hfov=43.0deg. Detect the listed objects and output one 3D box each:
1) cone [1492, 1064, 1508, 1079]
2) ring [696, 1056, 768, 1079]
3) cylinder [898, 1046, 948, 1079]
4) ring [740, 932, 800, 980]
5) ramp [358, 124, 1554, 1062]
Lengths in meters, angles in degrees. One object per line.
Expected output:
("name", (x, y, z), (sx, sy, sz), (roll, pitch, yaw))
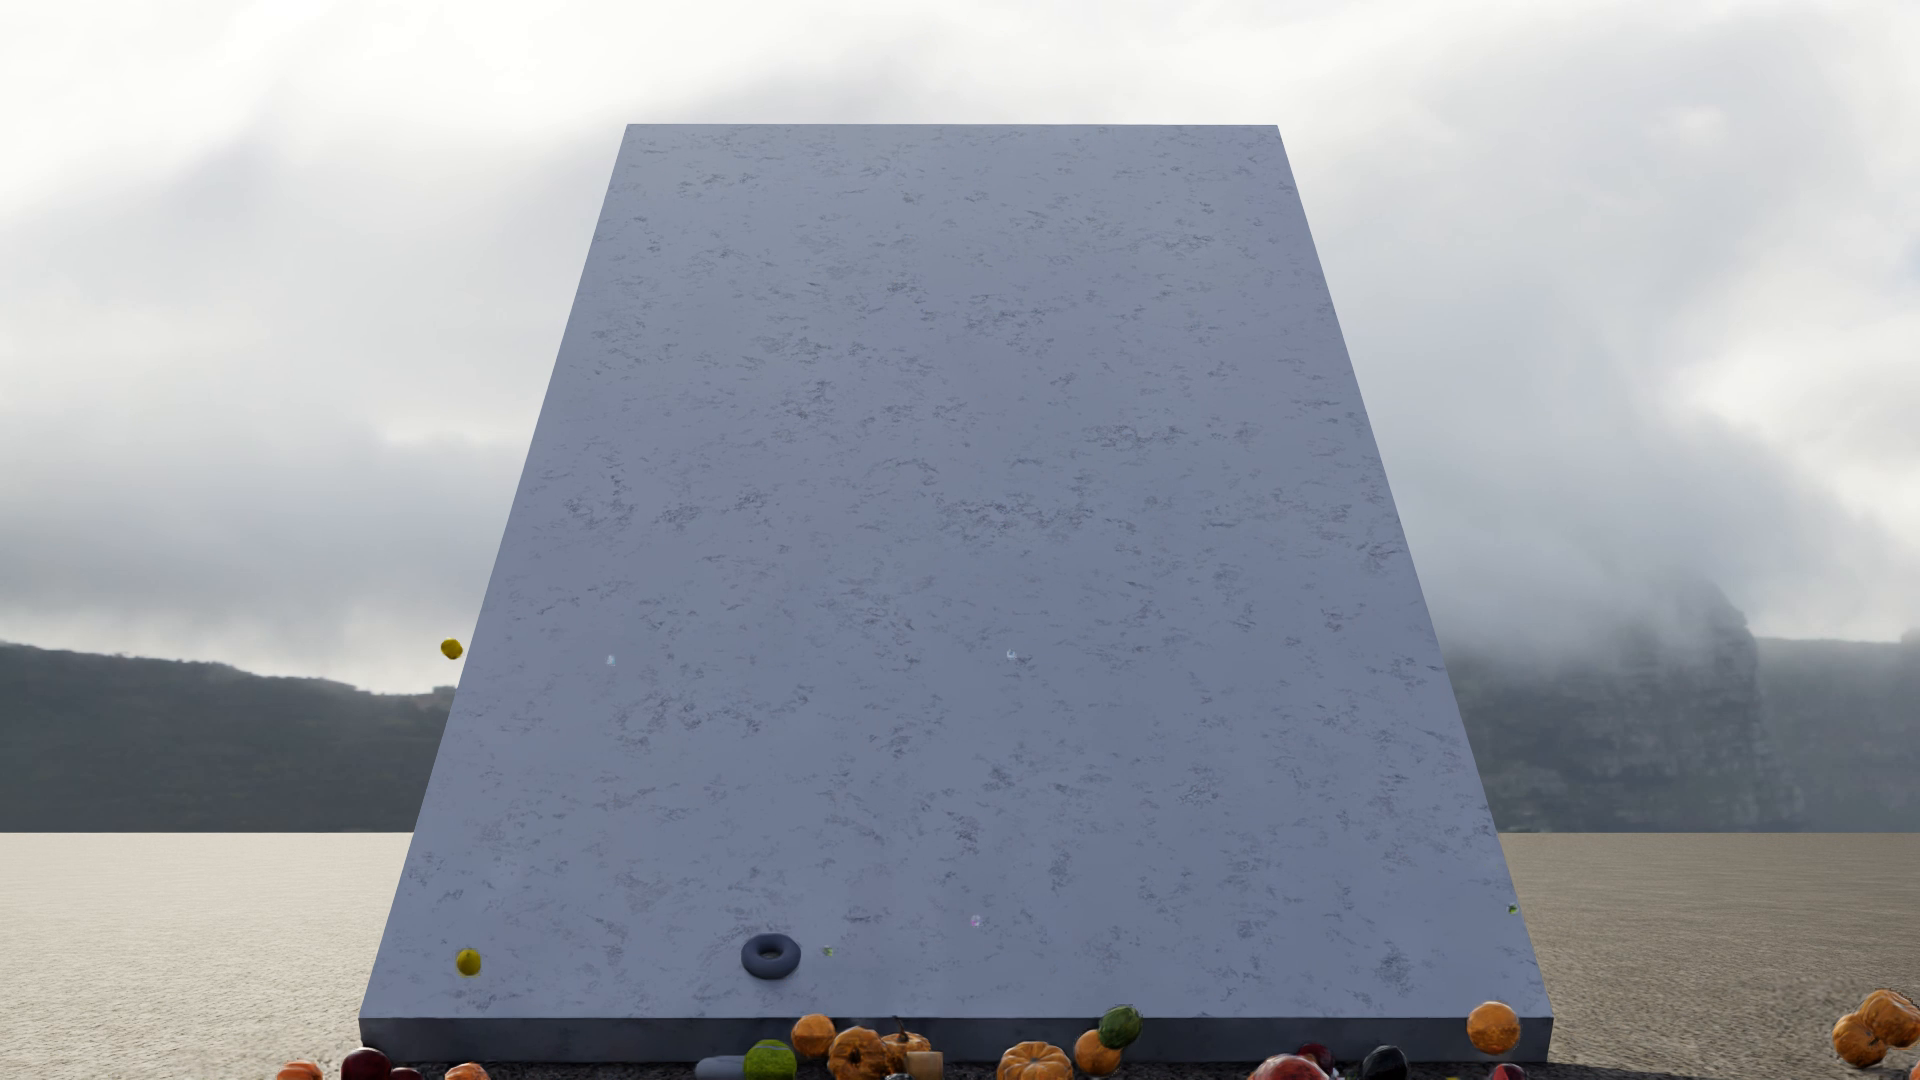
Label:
("cone", (0.736, 0.750, 3.311), (0.077, 0.077, 0.077), (0, -7, 0))
("ring", (-0.354, 0.825, 3.782), (0.115, 0.038, 0.115), (1, -6, 0))
("cylinder", (-0.057, 0.804, 3.695), (0.055, 0.055, 0.055), (-24, 3, -23))
("ring", (-0.325, 0.713, 4.176), (0.103, 0.034, 0.103), (1, 32, -1))
("ramp", (-0.014, -0.198, 5.805), (2.000, 0.100, 4.000), (0, 31, 0))
